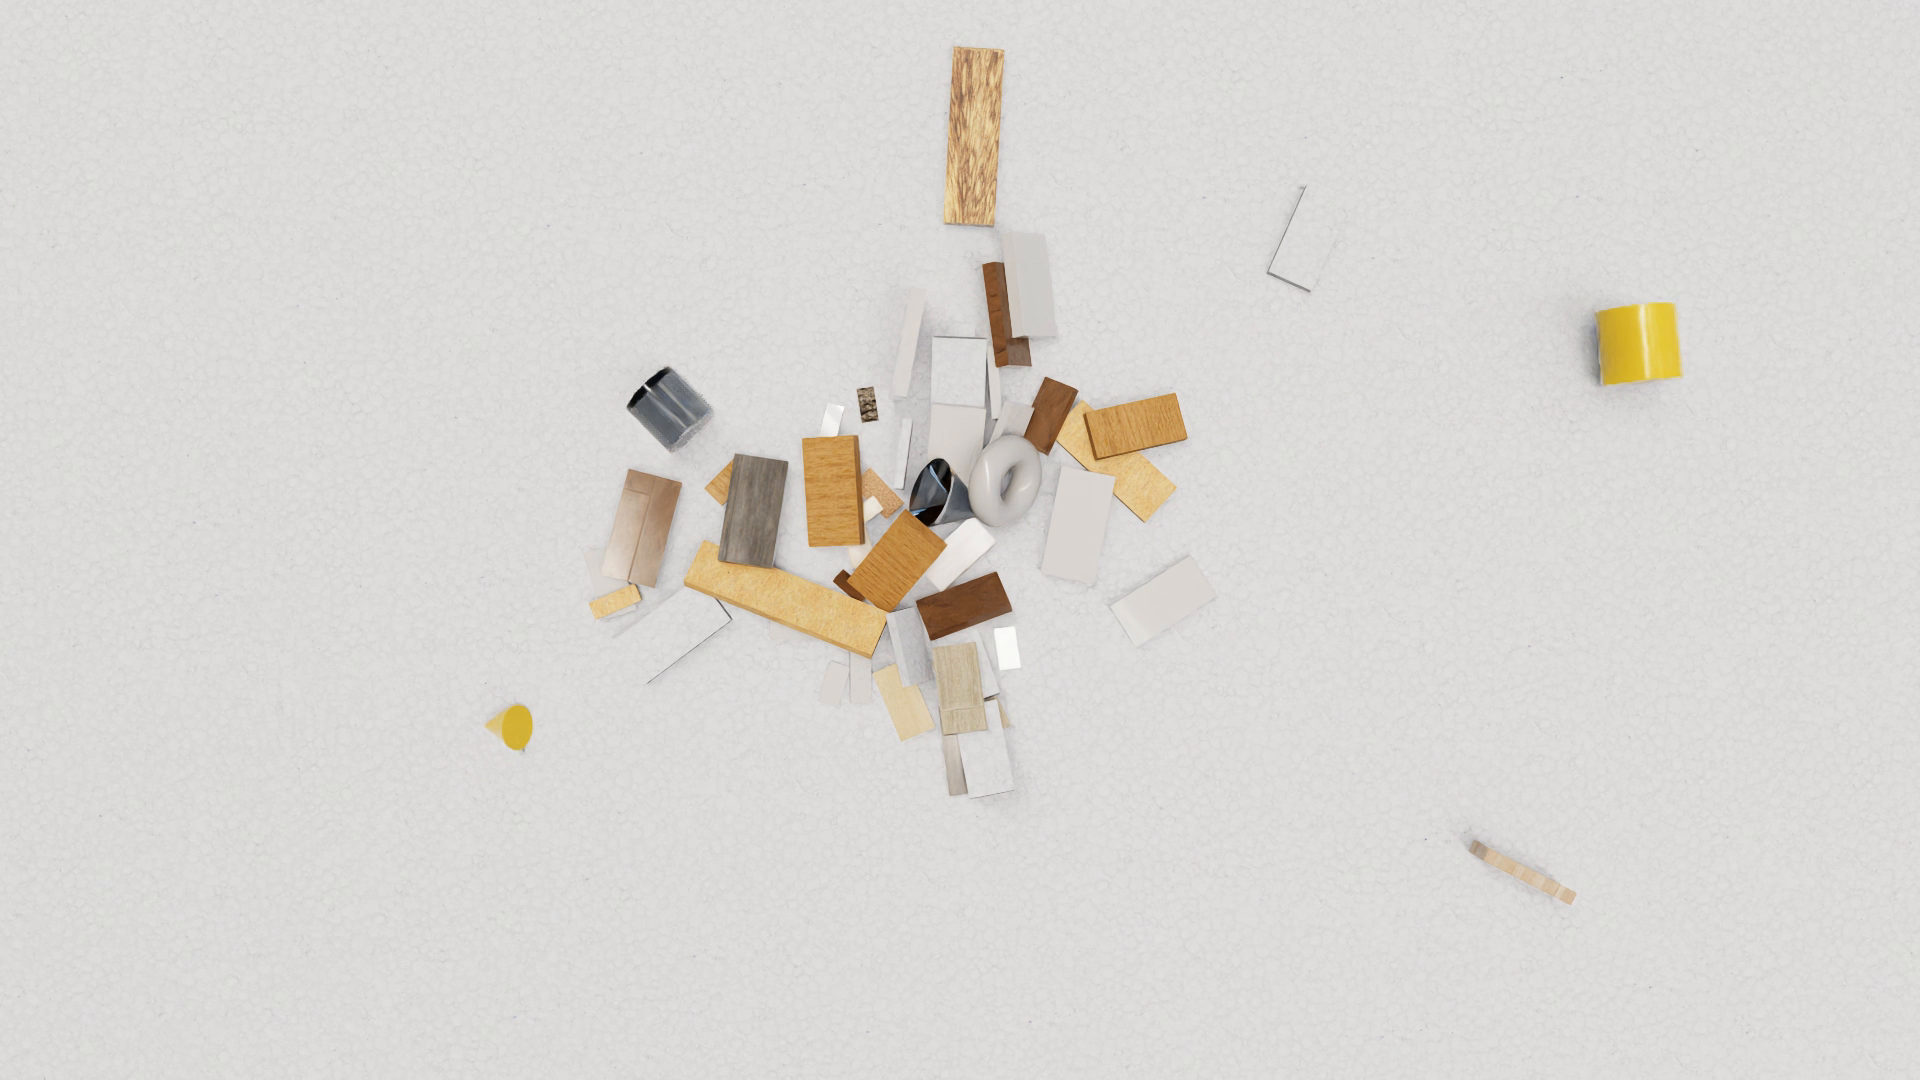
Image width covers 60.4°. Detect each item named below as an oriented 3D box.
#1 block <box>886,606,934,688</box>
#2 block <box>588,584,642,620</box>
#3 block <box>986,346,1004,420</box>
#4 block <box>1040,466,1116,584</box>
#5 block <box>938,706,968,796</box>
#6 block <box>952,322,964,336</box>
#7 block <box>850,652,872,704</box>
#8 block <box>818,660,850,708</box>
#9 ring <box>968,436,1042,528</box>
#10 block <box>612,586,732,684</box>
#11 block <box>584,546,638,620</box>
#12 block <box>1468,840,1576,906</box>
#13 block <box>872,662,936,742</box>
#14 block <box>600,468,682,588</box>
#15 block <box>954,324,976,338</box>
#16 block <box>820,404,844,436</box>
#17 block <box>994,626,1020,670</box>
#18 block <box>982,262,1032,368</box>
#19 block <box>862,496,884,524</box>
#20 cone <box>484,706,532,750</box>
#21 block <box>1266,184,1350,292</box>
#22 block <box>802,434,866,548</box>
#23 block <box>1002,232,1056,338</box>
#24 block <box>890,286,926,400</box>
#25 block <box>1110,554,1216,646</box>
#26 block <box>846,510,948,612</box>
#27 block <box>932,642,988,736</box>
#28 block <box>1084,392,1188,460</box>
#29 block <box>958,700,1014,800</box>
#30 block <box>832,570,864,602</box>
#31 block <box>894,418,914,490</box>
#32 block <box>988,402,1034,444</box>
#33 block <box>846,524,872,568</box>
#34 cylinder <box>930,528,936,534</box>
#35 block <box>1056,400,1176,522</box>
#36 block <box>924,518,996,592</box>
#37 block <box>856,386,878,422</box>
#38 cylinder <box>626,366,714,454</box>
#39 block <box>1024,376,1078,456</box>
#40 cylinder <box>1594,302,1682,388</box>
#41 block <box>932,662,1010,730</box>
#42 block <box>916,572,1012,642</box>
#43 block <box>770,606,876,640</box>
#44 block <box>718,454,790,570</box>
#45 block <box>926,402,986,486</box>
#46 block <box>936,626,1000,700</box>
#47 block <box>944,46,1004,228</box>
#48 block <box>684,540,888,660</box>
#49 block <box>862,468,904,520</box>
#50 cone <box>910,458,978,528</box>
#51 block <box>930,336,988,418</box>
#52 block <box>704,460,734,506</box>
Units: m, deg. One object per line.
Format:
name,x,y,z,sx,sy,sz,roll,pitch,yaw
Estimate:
block,-0.166,0.350,5.441,0.035,0.123,0.247,-13,90,38
block,-1.140,0.204,5.459,0.166,0.017,0.060,-23,90,0
block,0.120,-0.516,5.439,0.034,0.119,0.238,-4,90,7
block,0.390,-0.051,5.450,0.180,0.051,0.360,11,96,4
block,0.020,0.692,5.479,0.148,0.042,0.297,-7,90,0
block,0.010,-0.651,5.490,0.070,0.020,0.140,2,90,0
block,-0.331,0.442,5.480,0.070,0.020,0.197,-1,90,-18
block,-0.418,0.479,5.490,0.070,0.020,0.140,18,90,0
ring,0.149,-0.191,5.373,0.104,0.312,0.312,22,90,38
block,-0.954,0.301,5.475,0.359,0.051,0.179,-37,90,0
block,-1.161,0.137,5.484,0.114,0.032,0.229,-17,90,0
block,1.847,1.091,5.420,0.319,0.159,0.045,27,90,0
block,-0.186,0.531,5.483,0.123,0.035,0.247,-23,90,0
block,-1.052,-0.037,5.454,0.180,0.051,0.360,15,86,-6
block,0.014,-0.640,5.437,0.070,0.020,0.140,2,96,1
block,-0.427,-0.394,5.492,0.057,0.016,0.113,14,90,0
block,0.157,0.360,5.490,0.070,0.020,0.139,-8,90,0
block,0.156,-0.735,5.414,0.048,0.169,0.338,-8,90,29
block,-0.315,-0.090,5.466,0.113,0.016,0.057,-36,83,1
cone,-1.524,0.620,5.467,0.148,0.148,0.148,-2,90,27
block,1.157,-1.000,5.478,0.157,0.044,0.314,24,90,0
block,-0.417,-0.161,5.443,0.180,0.051,0.360,-3,92,17
block,0.228,-0.836,5.422,0.048,0.169,0.338,-7,90,43
block,-0.172,-0.641,5.410,0.050,0.177,0.354,10,90,-5
block,0.674,0.202,5.477,0.319,0.045,0.159,-32,90,0
block,-0.207,0.076,5.369,0.179,0.051,0.357,40,128,0
block,0.000,0.484,5.365,0.144,0.041,0.287,-8,77,0
block,0.579,-0.374,5.443,0.314,0.044,0.157,-13,84,-10
block,0.076,0.680,5.361,0.149,0.042,0.297,-11,77,-1
block,-0.360,0.155,5.472,0.120,0.060,0.017,40,132,0
block,-0.187,-0.281,5.443,0.032,0.114,0.229,8,90,0
block,0.154,-0.335,5.415,0.034,0.119,0.238,32,108,36
block,-0.339,0.006,5.488,0.081,0.023,0.163,-15,90,0
cylinder,-0.141,0.007,5.438,0.125,0.125,0.125,-44,90,0
block,0.509,-0.262,5.478,0.429,0.044,0.157,43,90,0
block,-0.010,0.047,5.483,0.247,0.035,0.123,-43,90,0
block,-0.307,-0.451,5.492,0.057,0.016,0.113,-9,90,0
cylinder,-0.948,-0.425,5.399,0.202,0.202,0.202,-44,90,0
block,0.287,-0.410,5.456,0.119,0.034,0.238,25,90,30
cylinder,2.211,-0.635,5.379,0.242,0.242,0.242,-5,90,0
block,0.036,0.510,5.443,0.149,0.042,0.297,-25,78,-4
block,0.013,0.218,5.433,0.287,0.041,0.144,-20,54,-3
block,-0.455,0.275,5.484,0.351,0.032,0.114,1,90,0
block,-0.680,-0.094,5.432,0.179,0.051,0.357,9,83,-3
block,-0.018,-0.268,5.433,0.177,0.050,0.354,6,104,0
block,0.016,0.393,5.427,0.144,0.041,0.287,-19,77,-3
block,0.046,-1.337,5.476,0.169,0.048,0.582,3,90,0
block,-0.569,0.195,5.426,0.663,0.045,0.159,21,65,3
block,-0.272,-0.154,5.488,0.081,0.023,0.163,-44,90,0
cone,0.000,-0.117,5.389,0.239,0.239,0.239,19,90,-31
block,-0.006,-0.490,5.429,0.177,0.050,0.354,2,105,1
block,-0.764,-0.200,5.488,0.081,0.023,0.163,44,90,0
